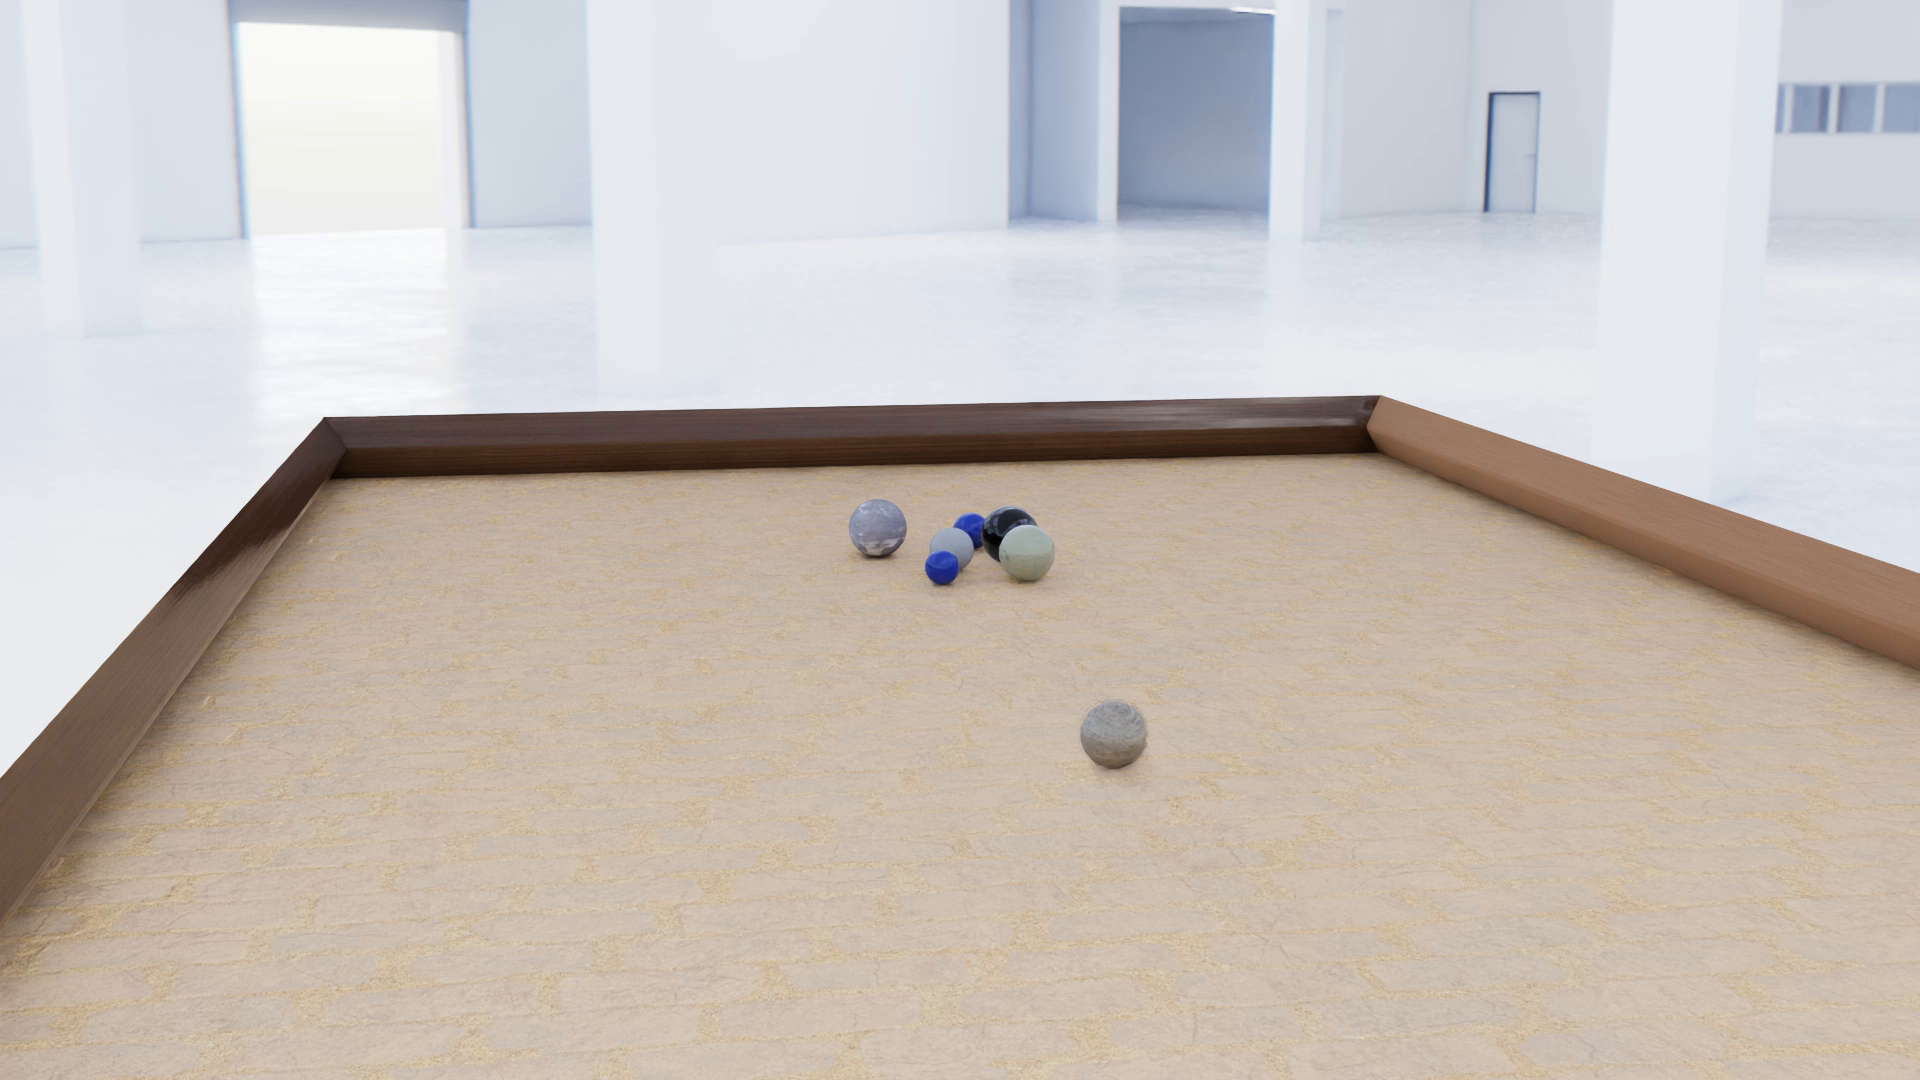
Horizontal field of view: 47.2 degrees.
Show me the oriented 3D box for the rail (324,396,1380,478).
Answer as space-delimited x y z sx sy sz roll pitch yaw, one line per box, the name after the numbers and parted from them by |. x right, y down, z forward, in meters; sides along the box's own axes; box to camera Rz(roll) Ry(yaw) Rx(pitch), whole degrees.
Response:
-0.161 -0.196 4.184 2.033 0.113 0.045 -2 11 -9 | rail

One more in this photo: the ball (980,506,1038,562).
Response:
0.074 -0.007 3.248 0.086 0.086 0.086 0 11 0 | ball

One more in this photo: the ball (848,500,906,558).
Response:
-0.123 -0.018 3.302 0.087 0.087 0.087 0 11 0 | ball

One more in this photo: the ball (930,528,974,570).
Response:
-0.012 0.014 3.192 0.065 0.065 0.065 0 11 0 | ball

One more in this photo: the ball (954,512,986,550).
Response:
0.017 -0.014 3.361 0.057 0.057 0.057 0 11 0 | ball

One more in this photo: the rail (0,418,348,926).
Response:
-0.813 0.187 2.124 0.045 0.113 3.961 -2 11 -9 | rail

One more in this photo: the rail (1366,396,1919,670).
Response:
1.144 0.127 2.450 0.045 0.113 3.961 -2 11 -9 | rail

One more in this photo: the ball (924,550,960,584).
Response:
-0.025 0.038 3.104 0.050 0.050 0.050 0 11 0 | ball

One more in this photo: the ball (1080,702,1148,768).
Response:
0.154 0.196 2.208 0.068 0.068 0.068 0 11 0 | ball

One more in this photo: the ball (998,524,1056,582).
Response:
0.096 0.018 3.126 0.080 0.080 0.080 0 11 0 | ball
